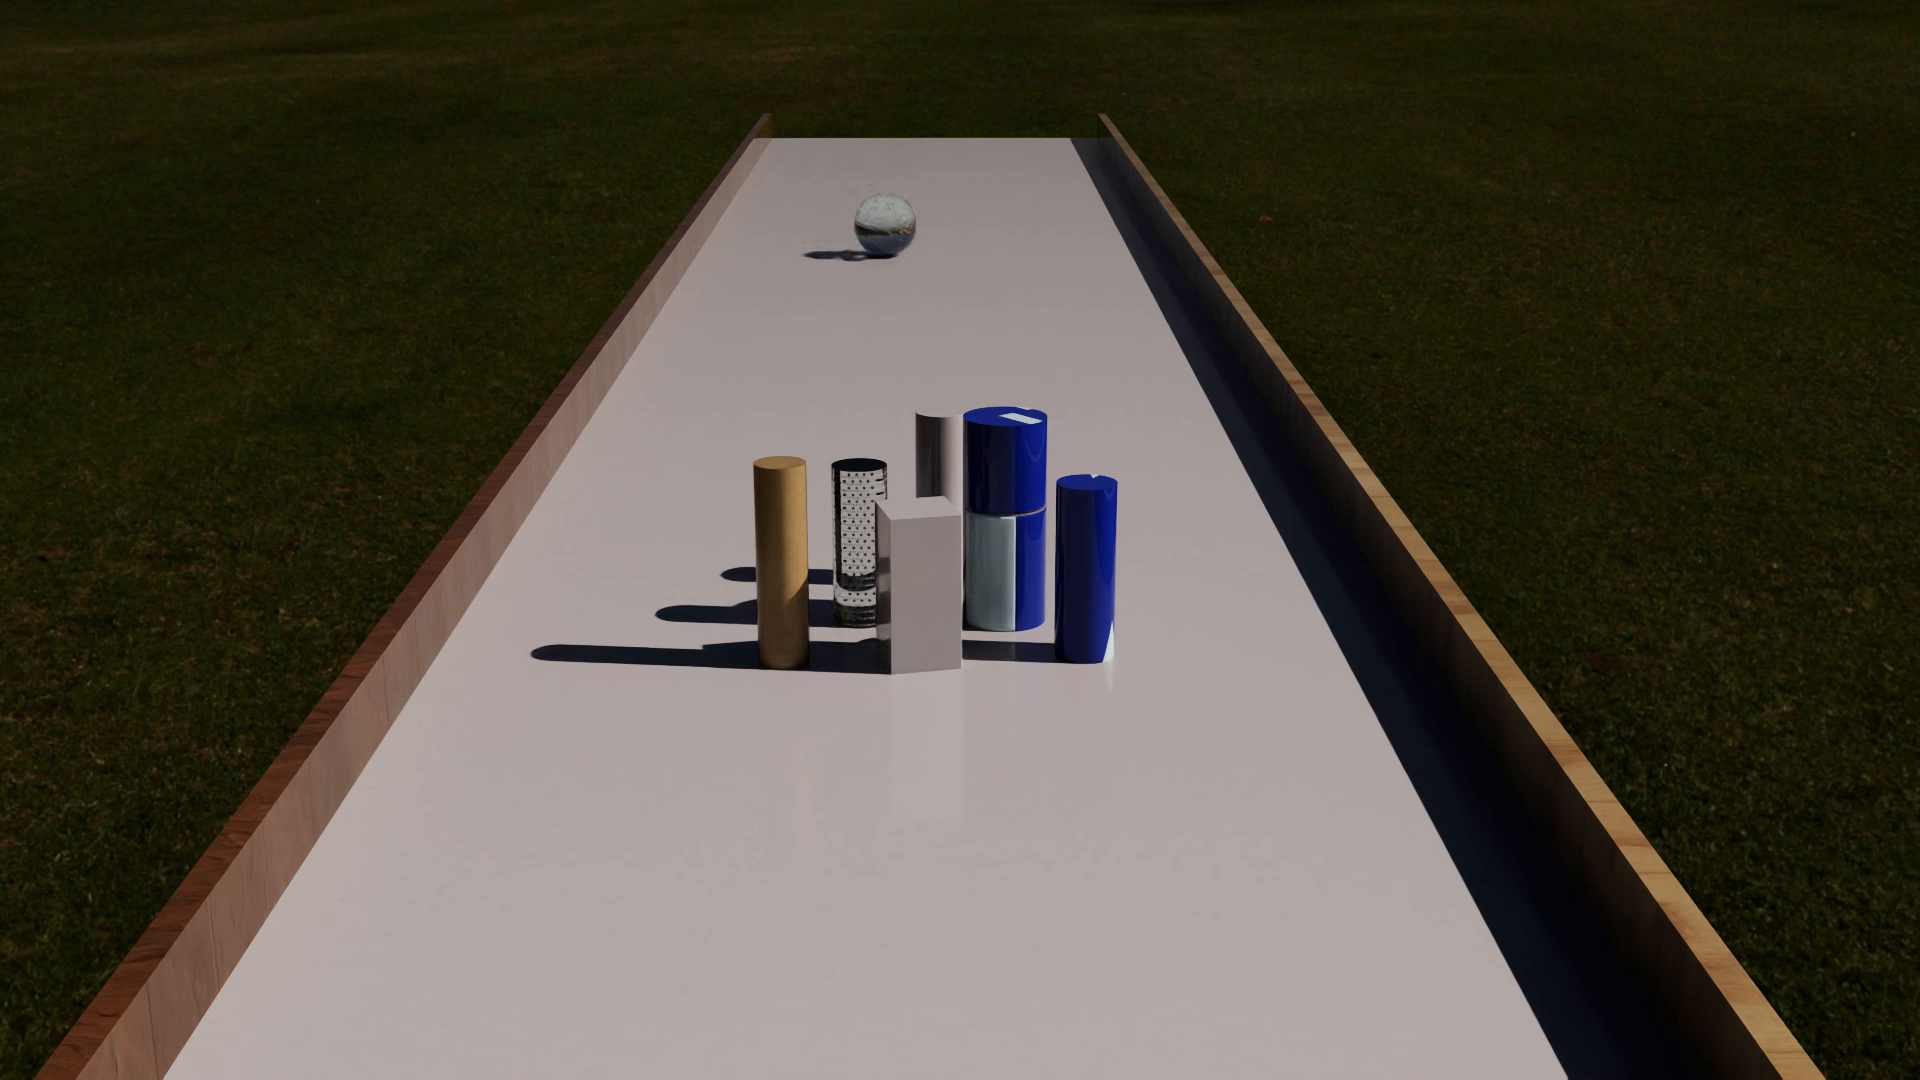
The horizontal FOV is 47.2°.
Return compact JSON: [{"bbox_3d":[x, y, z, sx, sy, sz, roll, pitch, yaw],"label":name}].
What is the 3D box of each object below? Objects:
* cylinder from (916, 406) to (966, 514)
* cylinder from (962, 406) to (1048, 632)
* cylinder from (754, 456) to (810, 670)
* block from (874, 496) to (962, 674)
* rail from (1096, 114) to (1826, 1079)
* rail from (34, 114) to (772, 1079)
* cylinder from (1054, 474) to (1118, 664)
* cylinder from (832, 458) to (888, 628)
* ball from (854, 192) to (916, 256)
[{"bbox_3d":[-0.042,-0.095,4.864,0.114,0.389,0.114,0,17,0],"label":"cylinder"},{"bbox_3d":[0.093,-0.044,4.602,0.175,0.441,0.175,0,17,0],"label":"cylinder"},{"bbox_3d":[-0.352,0.046,4.351,0.104,0.411,0.104,0,17,0],"label":"cylinder"},{"bbox_3d":[-0.083,0.089,4.371,0.143,0.318,0.143,-4,17,-13],"label":"block"},{"bbox_3d":[0.932,-0.844,7.801,0.050,0.150,12.000,0,17,-1],"label":"rail"},{"bbox_3d":[-1.118,-0.838,7.780,0.050,0.150,12.000,0,17,-1],"label":"rail"},{"bbox_3d":[0.251,0.058,4.399,0.122,0.360,0.122,0,17,0],"label":"cylinder"},{"bbox_3d":[-0.209,0.007,4.610,0.116,0.339,0.116,0,17,0],"label":"cylinder"},{"bbox_3d":[-0.312,-1.320,9.201,0.264,0.264,0.264,0,17,0],"label":"ball"}]
